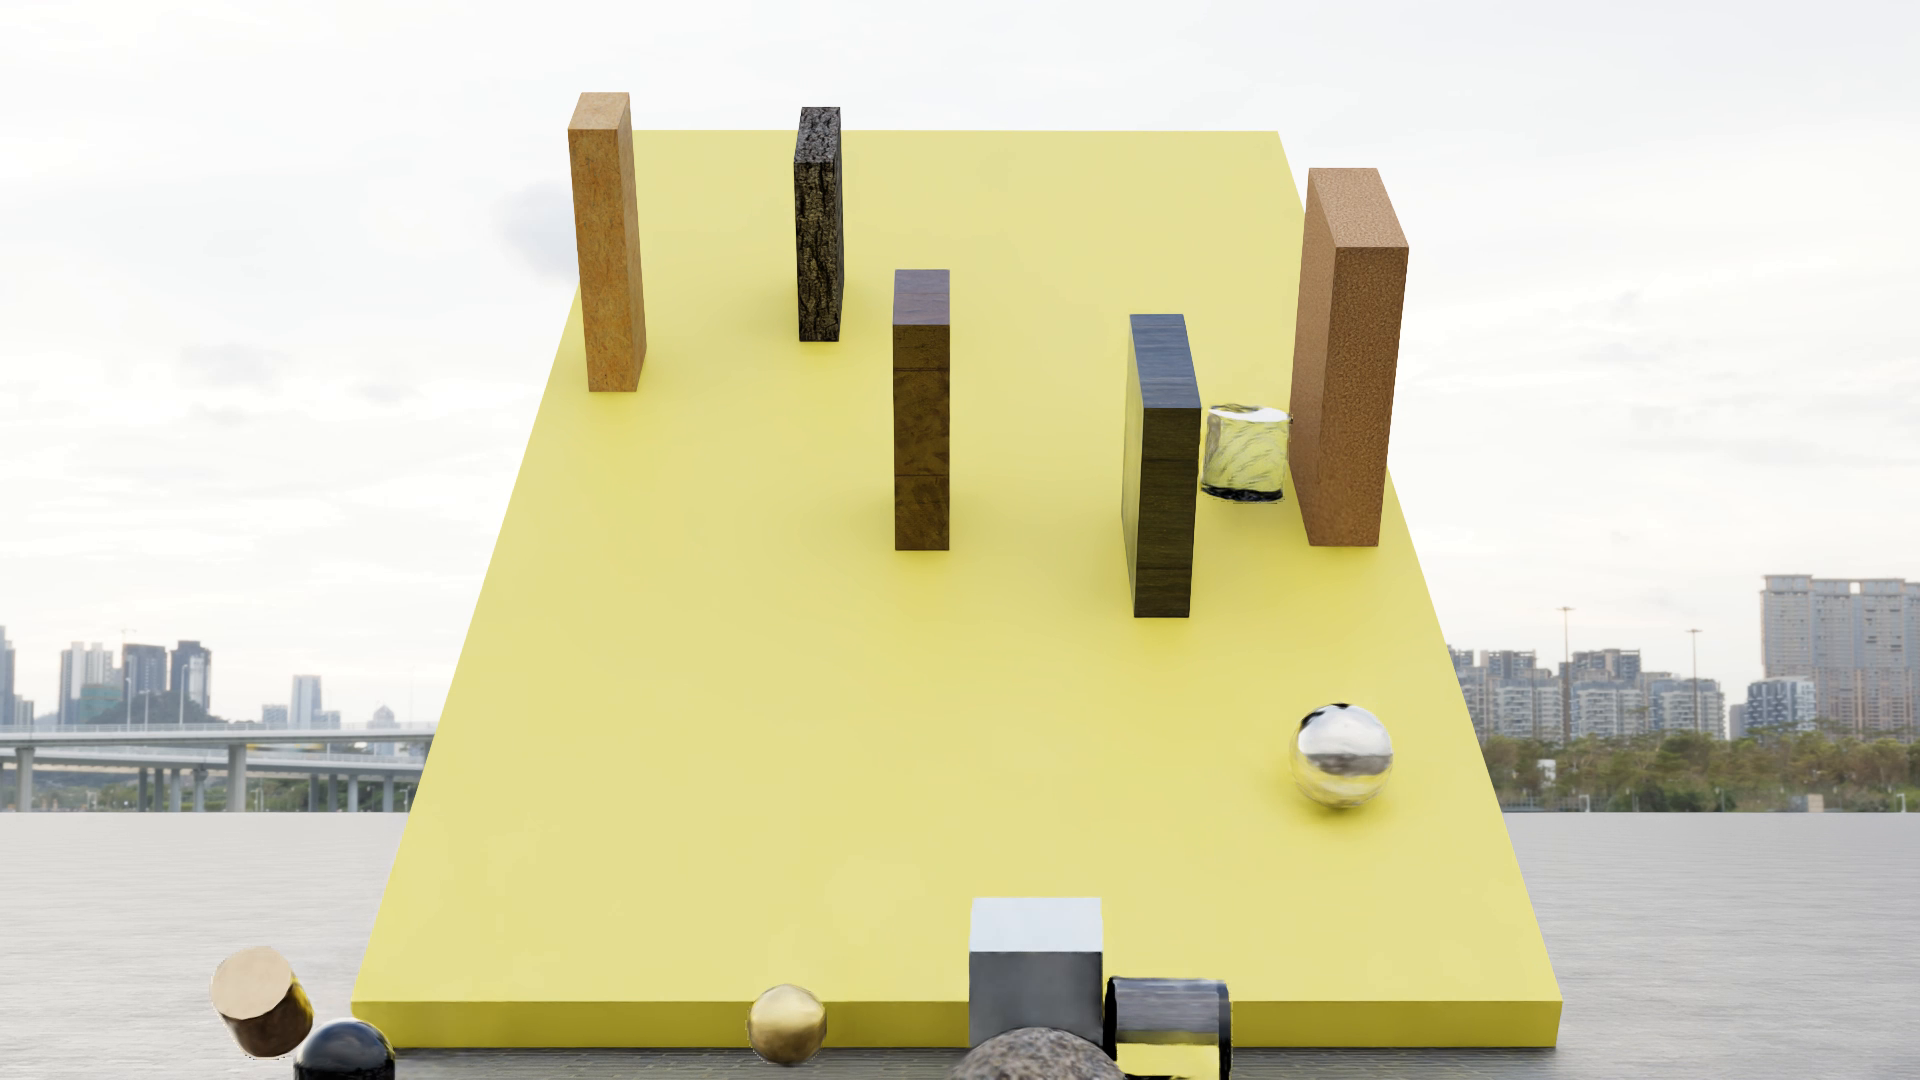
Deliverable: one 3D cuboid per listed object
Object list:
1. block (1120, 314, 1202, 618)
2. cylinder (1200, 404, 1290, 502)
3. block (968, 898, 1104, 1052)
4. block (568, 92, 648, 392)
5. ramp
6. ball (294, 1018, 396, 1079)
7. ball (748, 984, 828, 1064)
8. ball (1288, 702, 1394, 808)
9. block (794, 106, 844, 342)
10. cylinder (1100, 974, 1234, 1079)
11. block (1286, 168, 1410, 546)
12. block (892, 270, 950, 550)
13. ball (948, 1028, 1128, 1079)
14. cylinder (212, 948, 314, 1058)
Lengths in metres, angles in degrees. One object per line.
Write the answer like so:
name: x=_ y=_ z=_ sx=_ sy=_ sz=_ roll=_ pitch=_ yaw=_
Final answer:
block: x=0.418 y=-0.160 z=5.082 sx=0.115 sy=0.488 sz=0.436 roll=0 pitch=30 yaw=0
cylinder: x=0.631 y=-0.193 z=5.355 sx=0.180 sy=0.180 sz=0.180 roll=4 pitch=14 yaw=-1
block: x=0.117 y=0.680 z=3.701 sx=0.200 sy=0.200 sz=0.200 roll=0 pitch=14 yaw=2
block: x=-0.846 y=-0.715 z=5.837 sx=0.115 sy=0.675 sz=0.247 roll=0 pitch=30 yaw=0
ramp: x=-0.013 y=-0.207 z=5.742 sx=2.000 sy=0.100 sz=4.000 roll=0 pitch=30 yaw=0
ball: x=-0.792 y=0.680 z=3.118 sx=0.128 sy=0.128 sz=0.128 roll=0 pitch=-6 yaw=0
ball: x=-0.269 y=0.755 z=3.774 sx=0.124 sy=0.124 sz=0.124 roll=0 pitch=-6 yaw=0
ball: x=0.697 y=0.394 z=4.430 sx=0.193 sy=0.193 sz=0.193 roll=0 pitch=-6 yaw=0
block: x=-0.358 y=-0.811 z=6.194 sx=0.101 sy=0.483 sz=0.390 roll=0 pitch=30 yaw=0
cylinder: x=0.287 y=0.689 z=3.368 sx=0.157 sy=0.157 sz=0.157 roll=-3 pitch=-6 yaw=-7
block: x=0.836 y=-0.400 z=5.279 sx=0.149 sy=0.706 sz=0.433 roll=0 pitch=30 yaw=0
block: x=-0.081 y=-0.280 z=5.233 sx=0.119 sy=0.540 sz=0.278 roll=0 pitch=30 yaw=0
ball: x=0.072 y=0.550 z=2.237 sx=0.195 sy=0.195 sz=0.195 roll=0 pitch=-6 yaw=0
cylinder: x=-0.995 y=0.661 z=3.457 sx=0.114 sy=0.114 sz=0.114 roll=-1 pitch=-40 yaw=5
